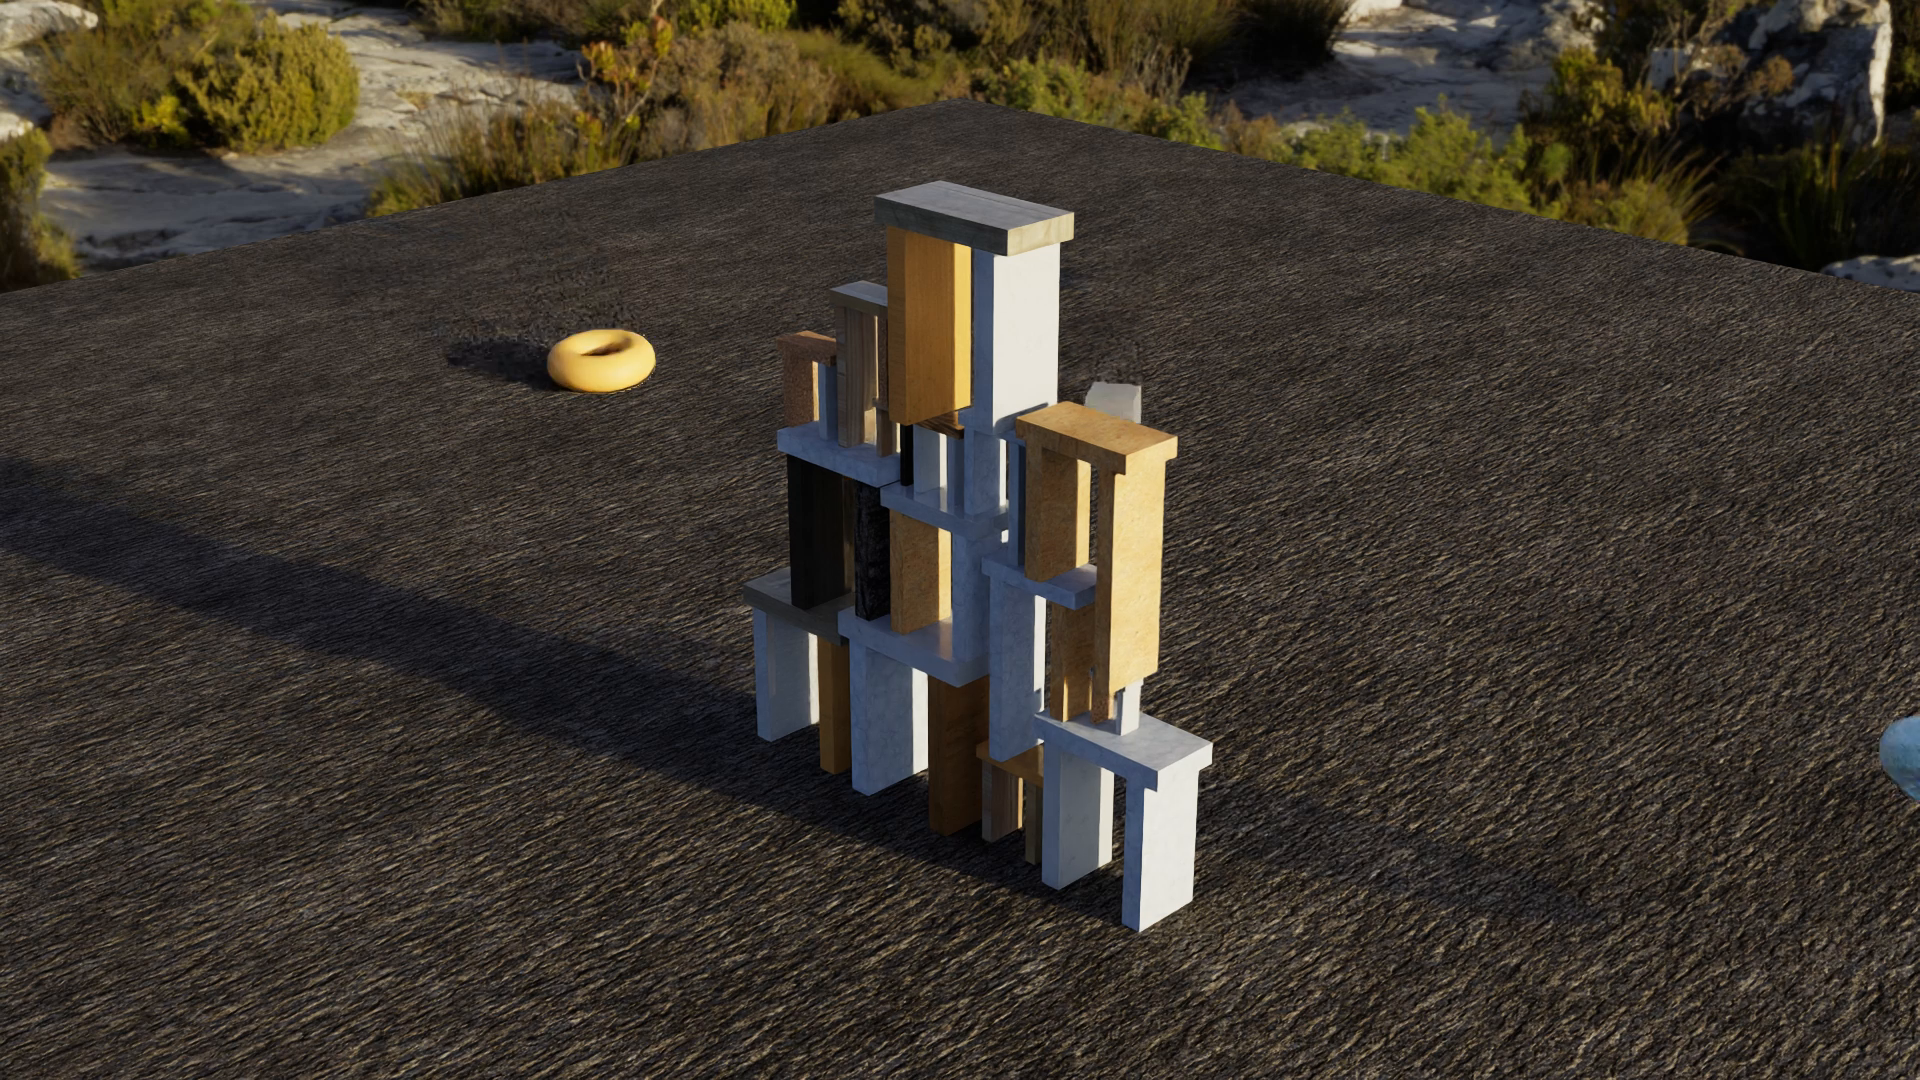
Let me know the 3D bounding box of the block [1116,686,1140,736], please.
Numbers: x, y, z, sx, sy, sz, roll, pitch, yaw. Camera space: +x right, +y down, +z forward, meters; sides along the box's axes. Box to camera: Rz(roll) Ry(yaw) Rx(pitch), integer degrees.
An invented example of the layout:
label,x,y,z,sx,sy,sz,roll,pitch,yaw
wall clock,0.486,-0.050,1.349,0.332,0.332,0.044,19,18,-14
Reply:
label,x,y,z,sx,sy,sz,roll,pitch,yaw
block,0.308,0.308,4.023,0.047,0.094,0.013,-21,32,-40

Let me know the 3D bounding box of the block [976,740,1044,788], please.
label,x,y,z,sx,sy,sz,roll,pitch,yaw
block,0.126,0.425,4.274,0.177,0.025,0.089,21,31,41

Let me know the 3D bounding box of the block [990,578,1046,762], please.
label,x,y,z,sx,sy,sz,roll,pitch,yaw
block,0.110,0.232,4.207,0.033,0.382,0.118,21,31,41

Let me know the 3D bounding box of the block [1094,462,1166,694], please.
label,x,y,z,sx,sy,sz,roll,pitch,yaw
block,0.301,0.057,3.913,0.132,0.427,0.037,-21,31,-40

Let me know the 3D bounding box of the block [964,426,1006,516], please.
label,x,y,z,sx,sy,sz,roll,pitch,yaw
block,0.047,-0.139,4.114,0.086,0.172,0.024,-21,31,-41

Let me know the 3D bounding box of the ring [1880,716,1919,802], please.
label,x,y,z,sx,sy,sz,roll,pitch,yaw
ring,1.139,0.272,2.478,0.209,0.070,0.209,34,-6,4

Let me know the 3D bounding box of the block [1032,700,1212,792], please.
label,x,y,z,sx,sy,sz,roll,pitch,yaw
block,0.298,0.368,4.058,0.305,0.043,0.153,21,31,41

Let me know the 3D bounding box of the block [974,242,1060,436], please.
label,x,y,z,sx,sy,sz,roll,pitch,yaw
block,0.102,-0.372,3.949,0.168,0.337,0.048,-21,31,-40

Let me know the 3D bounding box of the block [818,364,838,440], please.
label,x,y,z,sx,sy,sz,roll,pitch,yaw
block,-0.244,-0.283,4.367,0.022,0.157,0.079,21,31,41

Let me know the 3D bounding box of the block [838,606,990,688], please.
label,x,y,z,sx,sy,sz,roll,pitch,yaw
block,-0.065,0.191,4.374,0.342,0.048,0.171,21,31,41

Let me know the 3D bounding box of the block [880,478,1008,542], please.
label,x,y,z,sx,sy,sz,roll,pitch,yaw
block,-0.017,-0.066,4.209,0.258,0.037,0.129,21,31,41

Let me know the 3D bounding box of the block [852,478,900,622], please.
label,x,y,z,sx,sy,sz,roll,pitch,yaw
block,-0.143,0.001,4.382,0.042,0.294,0.147,21,31,41

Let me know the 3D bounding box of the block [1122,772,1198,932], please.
label,x,y,z,sx,sy,sz,roll,pitch,yaw
block,0.370,0.556,4.060,0.043,0.305,0.153,21,31,41

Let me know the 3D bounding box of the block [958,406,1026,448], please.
label,x,y,z,sx,sy,sz,roll,pitch,yaw
block,0.087,-0.214,4.038,0.086,0.024,0.172,-21,31,-41

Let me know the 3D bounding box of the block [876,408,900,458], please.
label,x,y,z,sx,sy,sz,roll,pitch,yaw
block,-0.139,-0.215,4.279,0.014,0.101,0.050,21,31,41

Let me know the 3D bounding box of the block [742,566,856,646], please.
label,x,y,z,sx,sy,sz,roll,pitch,yaw
block,-0.296,0.134,4.604,0.307,0.043,0.153,21,31,41

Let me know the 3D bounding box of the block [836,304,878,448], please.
label,x,y,z,sx,sy,sz,roll,pitch,yaw
block,-0.199,-0.329,4.303,0.025,0.291,0.088,21,31,41

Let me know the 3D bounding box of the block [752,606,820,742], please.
label,x,y,z,sx,sy,sz,roll,pitch,yaw
block,-0.369,0.267,4.739,0.043,0.307,0.153,21,31,41

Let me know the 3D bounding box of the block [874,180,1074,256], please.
label,x,y,z,sx,sy,sz,roll,pitch,yaw
block,0.023,-0.579,3.947,0.168,0.048,0.337,-21,31,-41

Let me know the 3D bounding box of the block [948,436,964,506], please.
label,x,y,z,sx,sy,sz,roll,pitch,yaw
block,0.007,-0.139,4.157,0.020,0.138,0.069,21,31,41

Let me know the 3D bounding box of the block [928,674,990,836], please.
label,x,y,z,sx,sy,sz,roll,pitch,yaw
block,0.016,0.402,4.376,0.048,0.342,0.171,21,31,41

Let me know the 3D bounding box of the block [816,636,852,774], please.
label,x,y,z,sx,sy,sz,roll,pitch,yaw
block,-0.224,0.323,4.606,0.043,0.307,0.153,21,31,41

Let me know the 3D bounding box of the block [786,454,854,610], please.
label,x,y,z,sx,sy,sz,roll,pitch,yaw
block,-0.282,-0.035,4.518,0.042,0.334,0.147,21,31,41

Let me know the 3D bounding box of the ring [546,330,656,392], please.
label,x,y,z,sx,sy,sz,roll,pitch,yaw
ring,-1.129,-0.565,6.917,0.340,0.113,0.340,-2,27,1

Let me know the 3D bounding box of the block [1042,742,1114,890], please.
label,x,y,z,sx,sy,sz,roll,pitch,yaw
block,0.226,0.500,4.192,0.043,0.305,0.153,21,31,41

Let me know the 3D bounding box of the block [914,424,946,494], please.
label,x,y,z,sx,sy,sz,roll,pitch,yaw
block,-0.058,-0.164,4.217,0.020,0.138,0.069,21,31,41

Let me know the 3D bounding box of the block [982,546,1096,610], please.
label,x,y,z,sx,sy,sz,roll,pitch,yaw
block,0.165,0.063,4.074,0.236,0.033,0.118,21,31,41

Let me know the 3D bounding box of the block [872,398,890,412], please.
label,x,y,z,sx,sy,sz,roll,pitch,yaw
block,-0.116,-0.259,4.235,0.101,0.014,0.050,21,31,40

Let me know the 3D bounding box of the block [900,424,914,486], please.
label,x,y,z,sx,sy,sz,roll,pitch,yaw
block,-0.092,-0.178,4.243,0.014,0.142,0.050,21,31,41

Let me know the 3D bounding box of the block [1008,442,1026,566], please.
label,x,y,z,sx,sy,sz,roll,pitch,yaw
block,0.128,-0.076,4.052,0.024,0.240,0.086,21,31,41

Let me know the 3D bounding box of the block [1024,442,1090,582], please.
label,x,y,z,sx,sy,sz,roll,pitch,yaw
block,0.178,-0.067,3.999,0.037,0.265,0.132,21,31,41

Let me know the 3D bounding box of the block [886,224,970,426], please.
label,x,y,z,sx,sy,sz,roll,pitch,yaw
block,-0.057,-0.416,4.102,0.168,0.376,0.048,-21,31,-41

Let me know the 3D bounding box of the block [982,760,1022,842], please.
label,x,y,z,sx,sy,sz,roll,pitch,yaw
block,0.084,0.502,4.352,0.025,0.177,0.089,21,31,41

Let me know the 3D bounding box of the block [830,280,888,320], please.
label,x,y,z,sx,sy,sz,roll,pitch,yaw
block,-0.158,-0.458,4.203,0.088,0.025,0.176,-21,31,-41

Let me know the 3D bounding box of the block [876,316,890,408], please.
label,x,y,z,sx,sy,sz,roll,pitch,yaw
block,-0.117,-0.349,4.204,0.088,0.176,0.025,-21,31,-41

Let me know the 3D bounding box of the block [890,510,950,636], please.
label,x,y,z,sx,sy,sz,roll,pitch,yaw
block,-0.078,0.046,4.323,0.037,0.258,0.129,21,31,41

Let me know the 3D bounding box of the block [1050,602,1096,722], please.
label,x,y,z,sx,sy,sz,roll,pitch,yaw
block,0.221,0.208,4.076,0.033,0.236,0.118,21,31,41

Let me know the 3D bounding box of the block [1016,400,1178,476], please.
label,x,y,z,sx,sy,sz,roll,pitch,yaw
block,0.239,-0.182,3.882,0.132,0.037,0.265,-21,31,-40

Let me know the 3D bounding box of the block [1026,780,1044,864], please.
label,x,y,z,sx,sy,sz,roll,pitch,yaw
block,0.168,0.534,4.275,0.025,0.177,0.089,21,31,41

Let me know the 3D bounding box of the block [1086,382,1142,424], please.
label,x,y,z,sx,sy,sz,roll,pitch,yaw
block,0.449,-0.370,6.453,0.141,0.141,0.141,6,24,13

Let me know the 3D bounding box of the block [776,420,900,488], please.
label,x,y,z,sx,sy,sz,roll,pitch,yaw
block,-0.212,-0.181,4.380,0.294,0.042,0.147,21,31,41

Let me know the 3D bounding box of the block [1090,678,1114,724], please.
label,x,y,z,sx,sy,sz,roll,pitch,yaw
block,0.263,0.291,4.064,0.047,0.094,0.013,-21,32,-40

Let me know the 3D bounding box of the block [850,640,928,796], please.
label,x,y,z,sx,sy,sz,roll,pitch,yaw
block,-0.145,0.339,4.524,0.048,0.342,0.171,21,31,41

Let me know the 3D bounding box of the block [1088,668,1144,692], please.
label,x,y,z,sx,sy,sz,roll,pitch,yaw
block,0.285,0.251,4.021,0.047,0.013,0.094,-20,30,-38

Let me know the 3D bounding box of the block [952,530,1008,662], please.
label,x,y,z,sx,sy,sz,roll,pitch,yaw
block,0.044,0.093,4.211,0.037,0.258,0.129,21,31,41

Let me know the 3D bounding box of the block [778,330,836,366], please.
label,x,y,z,sx,sy,sz,roll,pitch,yaw
block,-0.281,-0.381,4.366,0.157,0.022,0.079,21,31,40

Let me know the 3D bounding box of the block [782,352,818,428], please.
label,x,y,z,sx,sy,sz,roll,pitch,yaw
block,-0.319,-0.312,4.436,0.079,0.158,0.022,-21,31,-41

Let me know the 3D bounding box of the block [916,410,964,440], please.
label,x,y,z,sx,sy,sz,roll,pitch,yaw
block,-0.026,-0.224,4.156,0.069,0.020,0.138,-21,31,-40
